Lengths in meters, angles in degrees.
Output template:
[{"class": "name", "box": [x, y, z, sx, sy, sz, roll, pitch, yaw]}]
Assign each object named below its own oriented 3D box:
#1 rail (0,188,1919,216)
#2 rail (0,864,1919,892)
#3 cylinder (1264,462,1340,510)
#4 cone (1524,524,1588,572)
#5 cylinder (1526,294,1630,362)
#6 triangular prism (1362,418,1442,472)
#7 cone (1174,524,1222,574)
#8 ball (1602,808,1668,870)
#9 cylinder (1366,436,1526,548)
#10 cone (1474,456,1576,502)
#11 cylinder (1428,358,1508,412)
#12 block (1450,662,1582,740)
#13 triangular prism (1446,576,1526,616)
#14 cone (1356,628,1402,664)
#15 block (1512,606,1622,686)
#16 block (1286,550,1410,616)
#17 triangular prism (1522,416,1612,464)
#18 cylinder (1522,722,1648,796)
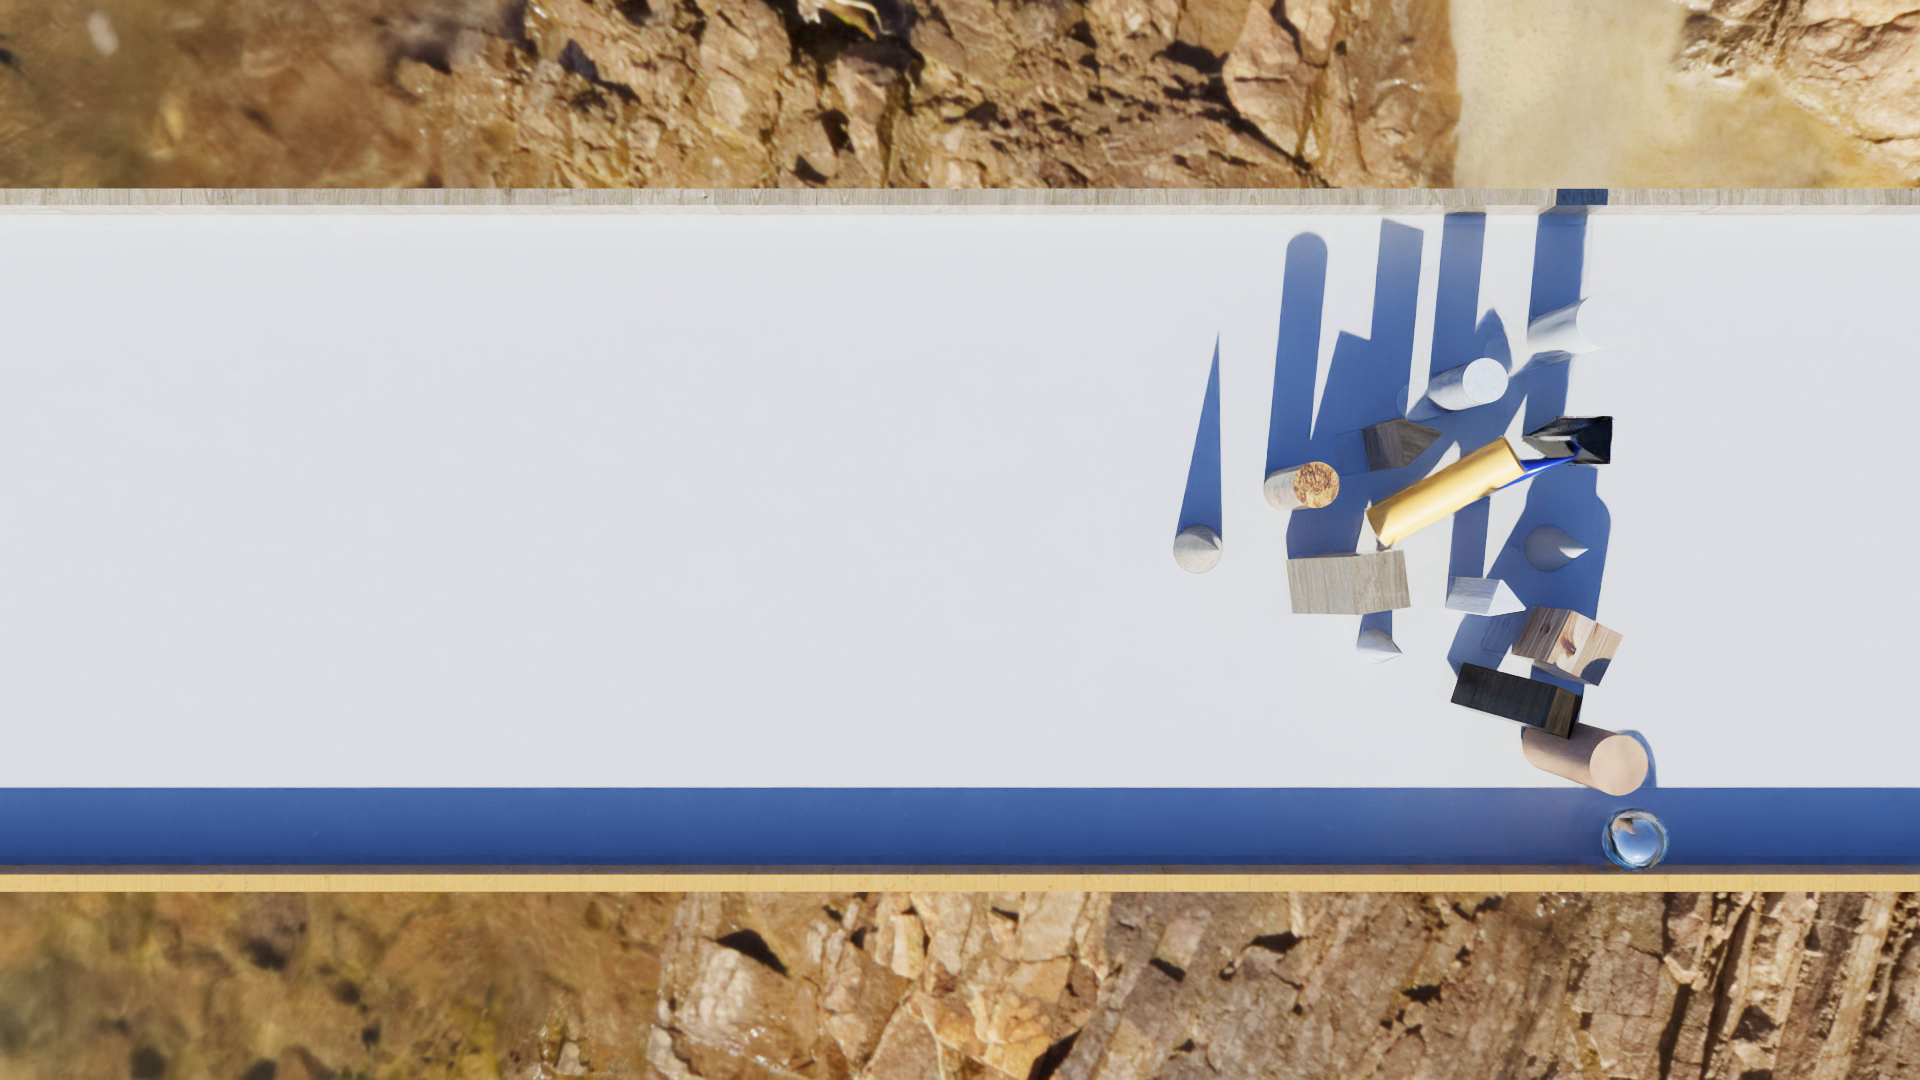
[{"class": "rail", "box": [-2.247, -1.025, 5.002, 12.000, 0.150, 0.050, 0, 90, 0]}, {"class": "rail", "box": [-2.247, 1.025, 5.001, 12.000, 0.150, 0.050, 0, 90, 0]}, {"class": "cylinder", "box": [0.998, -0.155, 4.849, 0.130, 0.456, 0.130, 0, 90, 0]}, {"class": "cone", "box": [1.809, 0.026, 4.913, 0.146, 0.327, 0.146, 0, 90, 0]}, {"class": "cylinder", "box": [1.820, -0.622, 4.871, 0.154, 0.411, 0.154, 0, 90, 0]}, {"class": "triangular prism", "box": [1.277, -0.300, 4.874, 0.136, 0.404, 0.117, -42, 90, 0]}, {"class": "cone", "box": [0.732, 0.028, 4.864, 0.152, 0.425, 0.152, 0, 90, 0]}, {"class": "ball", "box": [2.038, 0.904, 4.984, 0.185, 0.185, 0.185, 0, 90, 0]}, {"class": "cylinder", "box": [1.449, -0.142, 4.931, 0.453, 0.127, 0.127, -31, 90, 23]}, {"class": "cone", "box": [1.677, -0.209, 4.929, 0.338, 0.126, 0.126, -15, 90, 35]}, {"class": "cylinder", "box": [1.504, -0.456, 4.898, 0.129, 0.356, 0.129, 0, 90, 0]}, {"class": "block", "box": [1.648, 0.475, 4.896, 0.129, 0.340, 0.129, 22, 86, -34]}, {"class": "triangular prism", "box": [1.541, 0.158, 4.874, 0.109, 0.406, 0.094, -9, 90, 0]}, {"class": "cone", "box": [1.276, 0.328, 4.911, 0.111, 0.332, 0.111, 0, 90, 0]}, {"class": "block", "box": [1.807, 0.314, 4.922, 0.165, 0.310, 0.165, 26, 90, 0]}, {"class": "block", "box": [1.138, 0.125, 4.860, 0.165, 0.404, 0.165, -7, 90, -16]}, {"class": "triangular prism", "box": [1.822, -0.313, 4.887, 0.134, 0.369, 0.116, 33, 92, -3]}, {"class": "cylinder", "box": [1.831, 0.628, 4.853, 0.172, 0.430, 0.172, 0, 92, -6]}]
